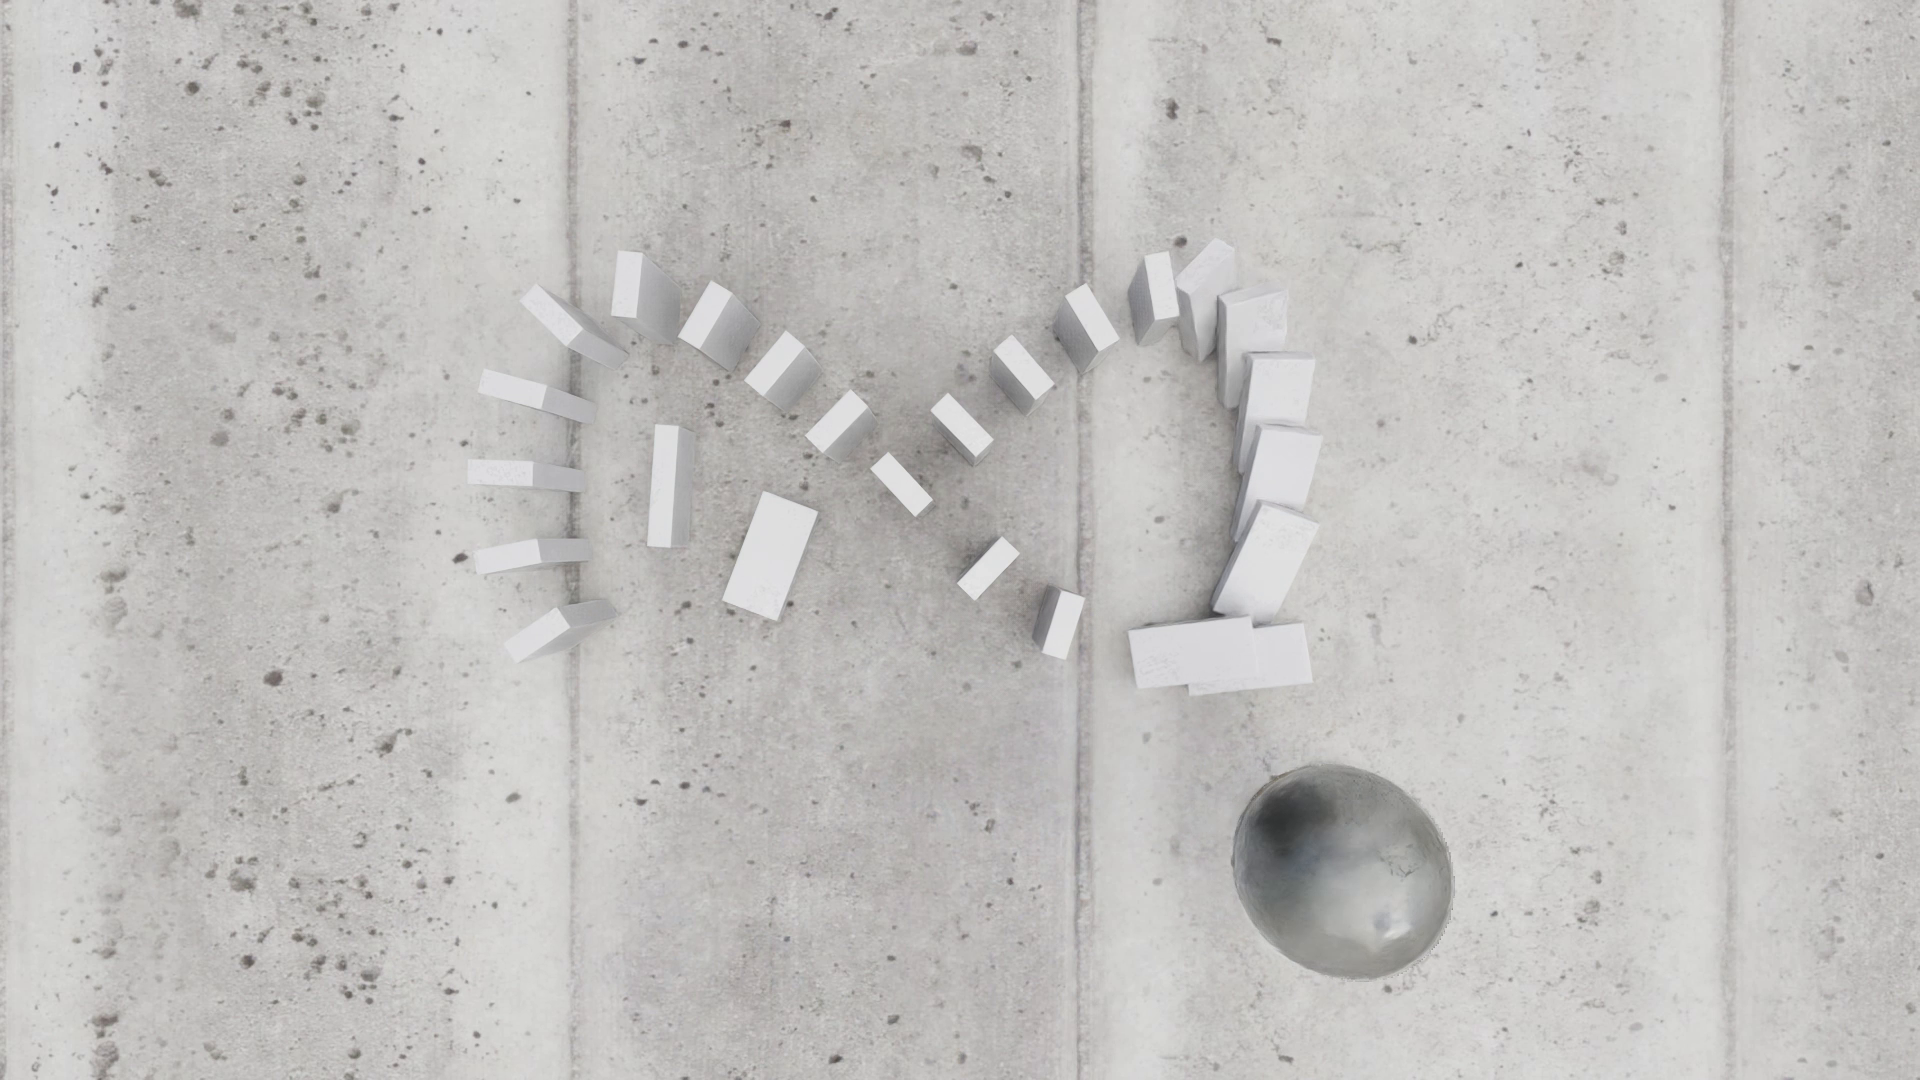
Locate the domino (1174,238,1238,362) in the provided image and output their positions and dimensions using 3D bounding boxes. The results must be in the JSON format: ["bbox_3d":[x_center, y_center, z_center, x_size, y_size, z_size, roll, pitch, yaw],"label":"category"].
[{"bbox_3d":[0.102,-0.097,0.375,0.025,0.050,0.010,-46,62,-2],"label":"domino"}]

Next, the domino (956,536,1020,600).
[{"bbox_3d":[0.011,0.011,0.375,0.009,0.050,0.025,44,90,0],"label":"domino"}]

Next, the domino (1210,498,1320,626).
[{"bbox_3d":[0.128,0.010,0.387,0.025,0.009,0.050,19,110,0],"label":"domino"}]

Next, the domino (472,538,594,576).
[{"bbox_3d":[-0.173,0.006,0.375,0.025,0.050,0.010,-11,90,0],"label":"domino"}]

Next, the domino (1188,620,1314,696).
[{"bbox_3d":[0.121,0.050,0.388,0.050,0.009,0.025,-9,90,16],"label":"domino"}]

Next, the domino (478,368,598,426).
[{"bbox_3d":[-0.171,-0.058,0.375,0.025,0.050,0.009,15,90,0],"label":"domino"}]

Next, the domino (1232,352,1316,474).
[{"bbox_3d":[0.131,-0.053,0.384,0.025,0.010,0.050,-1,119,0],"label":"domino"}]

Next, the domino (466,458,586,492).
[{"bbox_3d":[-0.176,-0.026,0.375,0.025,0.050,0.010,2,90,0],"label":"domino"}]

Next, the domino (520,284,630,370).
[{"bbox_3d":[-0.156,-0.086,0.375,0.025,0.050,0.010,44,90,0],"label":"domino"}]

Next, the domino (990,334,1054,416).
[{"bbox_3d":[0.024,-0.066,0.375,0.009,0.050,0.025,-41,90,0],"label":"domino"}]

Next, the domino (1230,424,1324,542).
[{"bbox_3d":[0.133,-0.022,0.386,0.025,0.009,0.050,7,113,0],"label":"domino"}]

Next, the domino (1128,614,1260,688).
[{"bbox_3d":[0.098,0.047,0.385,0.050,0.009,0.025,-9,90,16],"label":"domino"}]

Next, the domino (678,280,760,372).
[{"bbox_3d":[-0.097,-0.086,0.375,0.009,0.050,0.025,30,90,0],"label":"domino"}]

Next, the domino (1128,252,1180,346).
[{"bbox_3d":[0.079,-0.097,0.375,0.010,0.050,0.025,-10,90,4],"label":"domino"}]

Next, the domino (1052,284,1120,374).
[{"bbox_3d":[0.051,-0.085,0.375,0.009,0.050,0.025,-31,90,0],"label":"domino"}]

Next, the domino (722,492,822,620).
[{"bbox_3d":[-0.081,0.007,0.395,0.025,0.010,0.050,21,90,0],"label":"domino"}]

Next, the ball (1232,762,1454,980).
[{"bbox_3d":[0.148,0.129,0.360,0.080,0.080,0.080,0,90,0],"label":"ball"}]

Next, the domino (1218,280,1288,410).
[{"bbox_3d":[0.121,-0.080,0.380,0.025,0.010,0.050,-15,132,0],"label":"domino"}]

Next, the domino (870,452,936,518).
[{"bbox_3d":[-0.022,-0.021,0.375,0.009,0.050,0.025,-43,90,0],"label":"domino"}]

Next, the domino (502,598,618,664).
[{"bbox_3d":[-0.162,0.037,0.375,0.025,0.050,0.010,-34,90,0],"label":"domino"}]

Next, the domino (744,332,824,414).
[{"bbox_3d":[-0.071,-0.068,0.375,0.009,0.050,0.025,40,90,0],"label":"domino"}]

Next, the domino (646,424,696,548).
[{"bbox_3d":[-0.122,-0.022,0.388,0.009,0.025,0.050,4,90,0],"label":"domino"}]

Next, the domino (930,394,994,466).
[{"bbox_3d":[0.001,-0.044,0.375,0.009,0.050,0.025,-44,90,0],"label":"domino"}]

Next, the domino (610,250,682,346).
[{"bbox_3d":[-0.127,-0.098,0.375,0.010,0.050,0.025,6,90,0],"label":"domino"}]

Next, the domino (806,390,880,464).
[{"bbox_3d":[-0.047,-0.045,0.375,0.009,0.050,0.025,45,90,0],"label":"domino"}]

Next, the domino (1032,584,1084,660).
[{"bbox_3d":[0.040,0.033,0.375,0.010,0.050,0.025,18,90,0],"label":"domino"}]
